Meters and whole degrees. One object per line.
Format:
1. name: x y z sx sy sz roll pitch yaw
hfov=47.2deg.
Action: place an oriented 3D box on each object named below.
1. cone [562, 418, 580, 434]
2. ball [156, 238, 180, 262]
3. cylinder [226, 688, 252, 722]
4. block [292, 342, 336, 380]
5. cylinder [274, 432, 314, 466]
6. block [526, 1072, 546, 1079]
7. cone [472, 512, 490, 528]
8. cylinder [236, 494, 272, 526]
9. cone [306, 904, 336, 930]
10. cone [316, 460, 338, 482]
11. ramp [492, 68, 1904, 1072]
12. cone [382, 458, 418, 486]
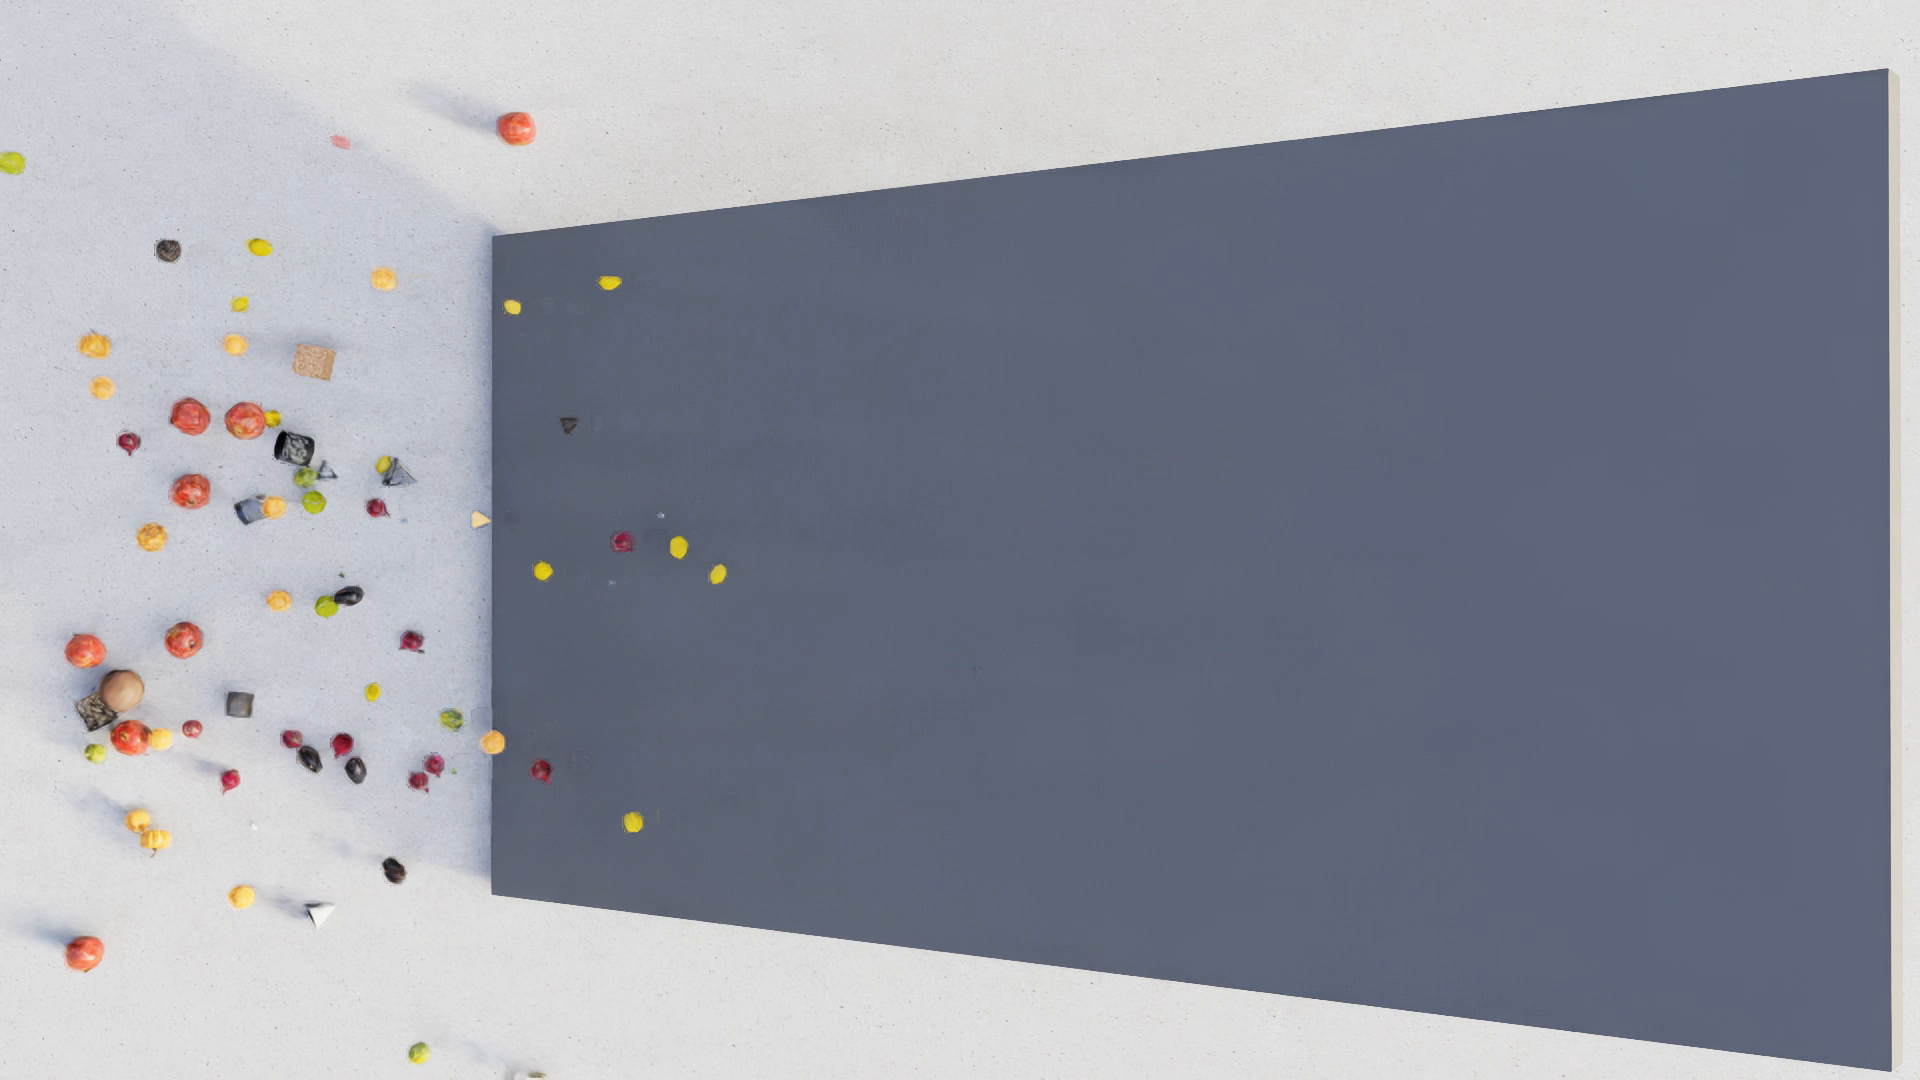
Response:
1. cone: -1.137 -0.345 6.465 0.054 0.054 0.054 -24 90 -8
2. ball: -2.422 -0.886 6.732 0.070 0.070 0.070 0 90 0
3. cylinder: -2.194 0.503 6.699 0.075 0.075 0.075 -8 64 0
4. block: -1.974 -0.544 6.718 0.092 0.092 0.092 12 90 0
5. cylinder: -2.019 -0.277 6.670 0.090 0.090 0.090 15 89 -37
6. block: -1.289 1.656 6.691 0.052 0.052 0.052 3 96 -4
7. cone: -1.449 -0.060 6.683 0.051 0.051 0.051 5 90 9
8. cylinder: -2.158 -0.094 6.716 0.077 0.077 0.077 -20 90 10
9. cone: -1.945 1.135 6.729 0.084 0.084 0.084 -25 90 -25
10. cone: -1.941 -0.218 6.728 0.067 0.067 0.067 -9 84 0
11. ramp: 0.244 0.068 5.569 4.000 0.100 2.000 0 89 35
12. cone: -1.703 -0.190 6.739 0.096 0.096 0.096 24 90 -26
